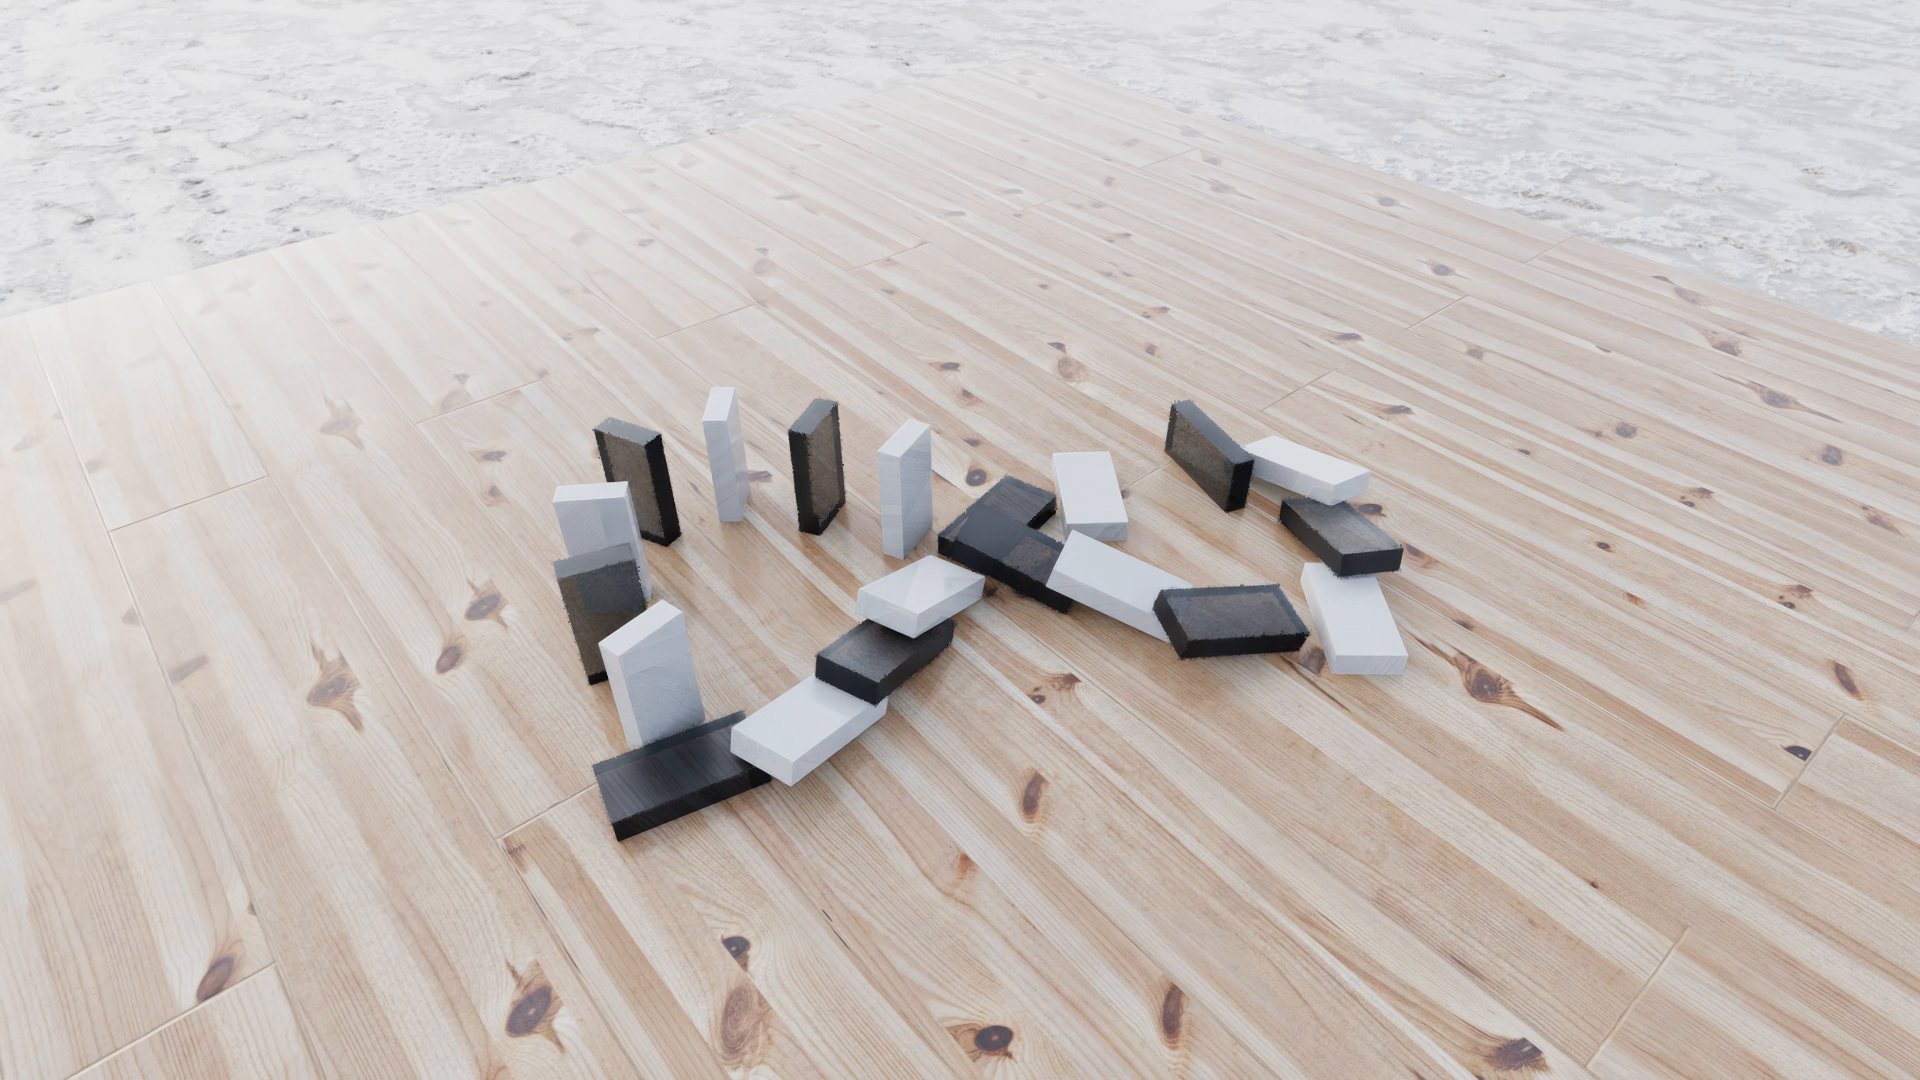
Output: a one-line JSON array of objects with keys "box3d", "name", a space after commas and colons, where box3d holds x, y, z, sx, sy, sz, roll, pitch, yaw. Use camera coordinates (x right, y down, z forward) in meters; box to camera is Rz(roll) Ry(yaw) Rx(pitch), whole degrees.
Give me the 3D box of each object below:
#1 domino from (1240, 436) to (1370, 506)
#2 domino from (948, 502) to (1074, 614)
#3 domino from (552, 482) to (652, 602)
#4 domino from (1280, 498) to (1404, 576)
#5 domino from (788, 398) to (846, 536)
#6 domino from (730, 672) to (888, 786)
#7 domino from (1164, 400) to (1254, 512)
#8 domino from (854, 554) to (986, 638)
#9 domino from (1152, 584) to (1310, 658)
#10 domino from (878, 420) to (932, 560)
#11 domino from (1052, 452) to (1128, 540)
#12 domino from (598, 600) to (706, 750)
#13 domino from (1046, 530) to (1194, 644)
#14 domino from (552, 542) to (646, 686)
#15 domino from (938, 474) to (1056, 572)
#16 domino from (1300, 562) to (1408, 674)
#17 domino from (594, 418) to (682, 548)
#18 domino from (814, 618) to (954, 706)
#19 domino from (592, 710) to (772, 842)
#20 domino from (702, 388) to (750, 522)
[{"box3d": [0.146, -0.030, 0.471, 0.025, 0.009, 0.050, -19, 33, -33], "name": "domino"}, {"box3d": [0.024, 0.007, 0.424, 0.050, 0.010, 0.025, 27, 44, 5], "name": "domino"}, {"box3d": [-0.132, 0.002, 0.409, 0.025, 0.050, 0.010, -4, 40, -5], "name": "domino"}, {"box3d": [0.150, -0.002, 0.437, 0.025, 0.010, 0.050, -5, 27, -11], "name": "domino"}, {"box3d": [-0.058, -0.029, 0.447, 0.009, 0.050, 0.025, 13, 41, 15], "name": "domino"}, {"box3d": [-0.049, 0.059, 0.361, 0.025, 0.010, 0.050, 23, 30, 25], "name": "domino"}, {"box3d": [0.107, -0.037, 0.476, 0.010, 0.025, 0.050, -15, 42, -17], "name": "domino"}, {"box3d": [-0.014, 0.020, 0.405, 0.025, 0.010, 0.050, 21, 23, 24], "name": "domino"}, {"box3d": [0.098, 0.029, 0.399, 0.050, 0.010, 0.025, -1, 43, -20], "name": "domino"}, {"box3d": [-0.021, -0.020, 0.435, 0.009, 0.050, 0.025, 18, 43, 20], "name": "domino"}, {"box3d": [0.054, -0.019, 0.467, 0.025, 0.010, 0.050, -2, 39, -2], "name": "domino"}, {"box3d": [-0.098, 0.046, 0.355, 0.009, 0.050, 0.025, 26, 46, 28], "name": "domino"}, {"box3d": [0.060, 0.017, 0.413, 0.050, 0.009, 0.025, 25, 43, 6], "name": "domino"}, {"box3d": [-0.121, 0.026, 0.380, 0.025, 0.050, 0.009, -16, 42, -18], "name": "domino"}, {"box3d": [0.016, -0.007, 0.452, 0.025, 0.009, 0.050, 24, 45, 26], "name": "domino"}, {"box3d": [0.145, 0.028, 0.409, 0.025, 0.010, 0.050, 1, 39, 1], "name": "domino"}, {"box3d": [-0.128, -0.023, 0.439, 0.025, 0.050, 0.010, 18, 43, 21], "name": "domino"}, {"box3d": [-0.026, 0.038, 0.388, 0.025, 0.009, 0.050, 21, 30, 24], "name": "domino"}, {"box3d": [-0.089, 0.075, 0.352, 0.050, 0.010, 0.025, -19, 43, -21], "name": "domino"}, {"box3d": [-0.096, -0.035, 0.454, 0.009, 0.050, 0.025, -1, 39, -1], "name": "domino"}]
